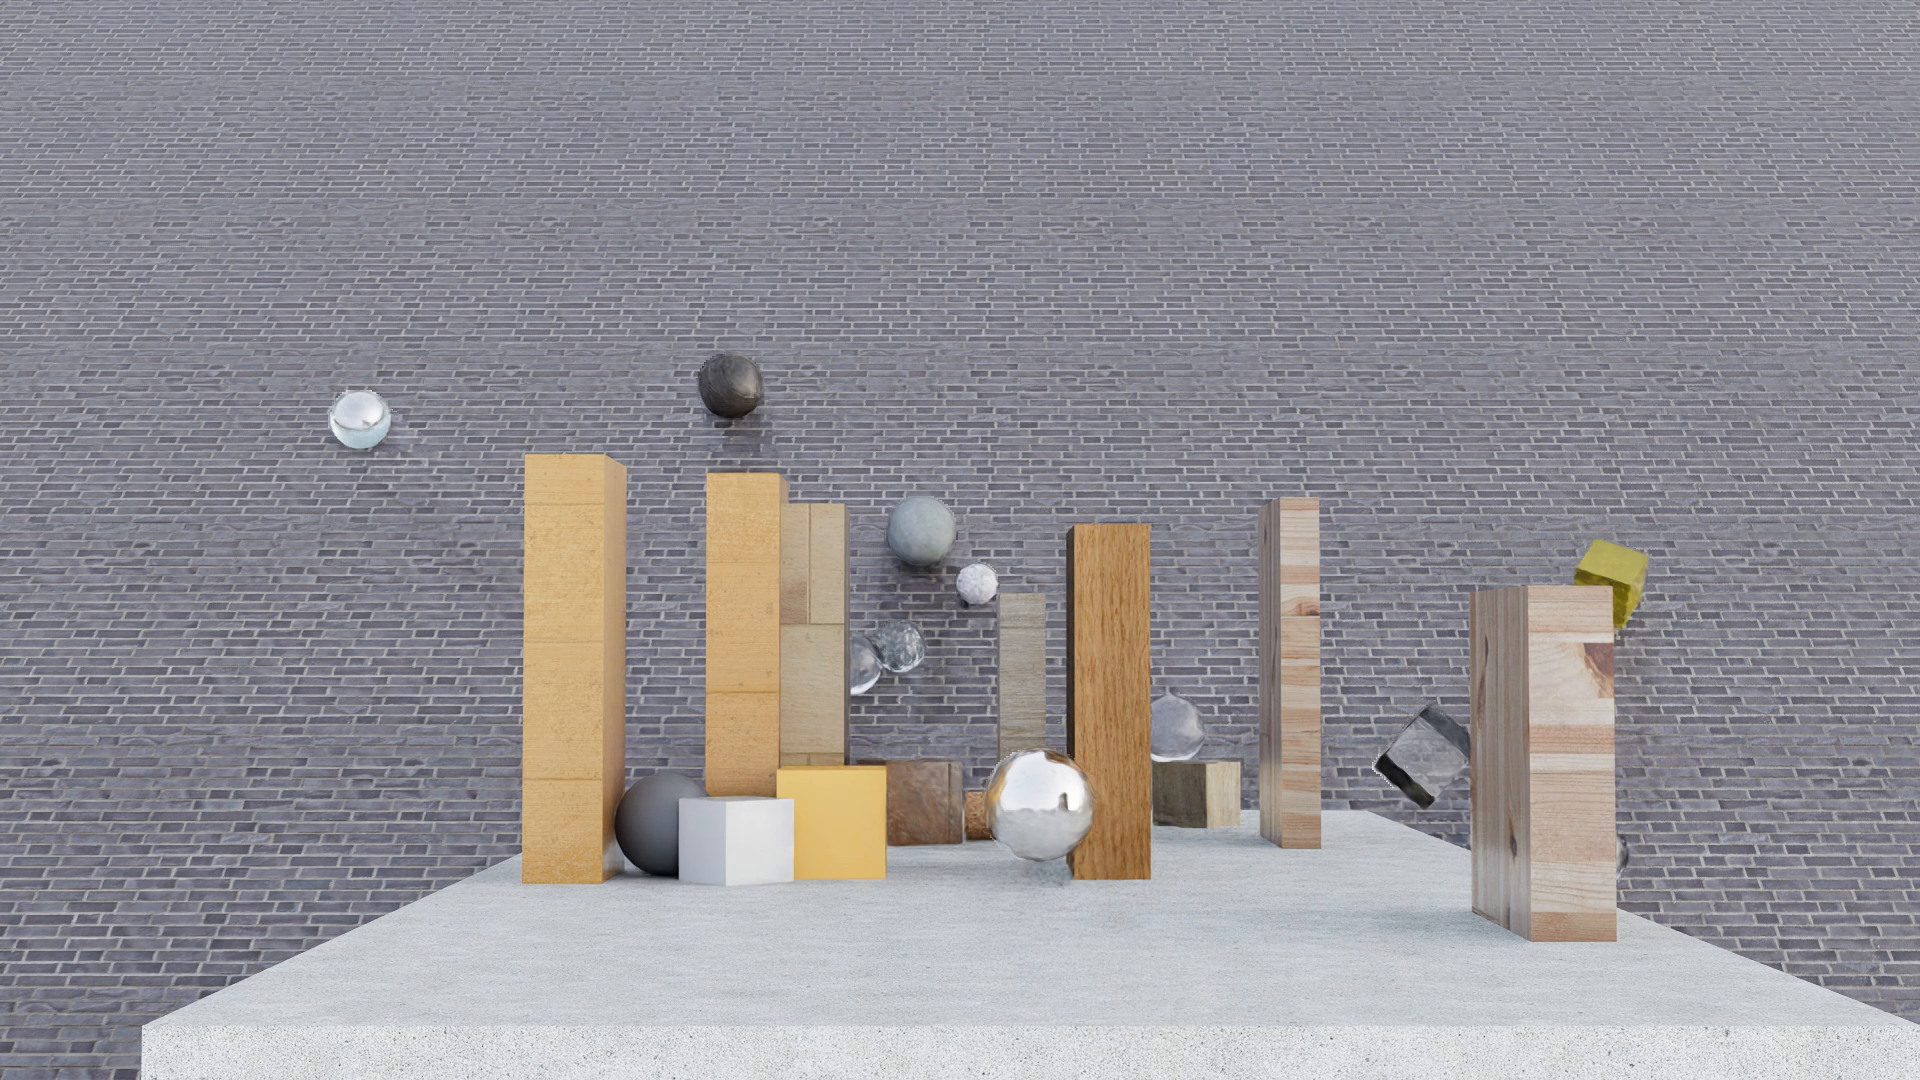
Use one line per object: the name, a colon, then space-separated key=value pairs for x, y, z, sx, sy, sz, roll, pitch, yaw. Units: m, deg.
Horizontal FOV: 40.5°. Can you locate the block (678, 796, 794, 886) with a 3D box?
block: x=-0.412 y=0.552 z=4.786 sx=0.151 sy=0.151 sz=0.151 roll=2 pitch=-3 yaw=-40

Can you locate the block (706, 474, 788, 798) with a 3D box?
block: x=-0.417 y=0.259 z=5.115 sx=0.139 sy=0.764 sz=0.276 roll=0 pitch=-2 yaw=0

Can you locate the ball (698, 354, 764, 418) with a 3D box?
ball: x=-0.749 y=-0.502 z=8.505 sx=0.209 sy=0.209 sz=0.209 roll=0 pitch=37 yaw=0

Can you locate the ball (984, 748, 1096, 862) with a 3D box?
ball: x=0.146 y=0.483 z=4.736 sx=0.204 sy=0.204 sz=0.204 roll=0 pitch=37 yaw=0

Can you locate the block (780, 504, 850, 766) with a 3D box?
block: x=-0.288 y=0.289 z=5.162 sx=0.128 sy=0.709 sz=0.259 roll=0 pitch=-2 yaw=0

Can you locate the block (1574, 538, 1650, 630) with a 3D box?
block: x=1.921 y=0.130 z=7.698 sx=0.165 sy=0.165 sz=0.165 roll=20 pitch=41 yaw=24

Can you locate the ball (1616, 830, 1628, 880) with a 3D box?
ball: x=1.651 y=0.819 z=6.772 sx=0.172 sy=0.172 sz=0.172 roll=0 pitch=37 yaw=0

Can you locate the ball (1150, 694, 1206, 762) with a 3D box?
ball: x=0.578 y=0.521 z=7.150 sx=0.195 sy=0.195 sz=0.195 roll=0 pitch=37 yaw=0

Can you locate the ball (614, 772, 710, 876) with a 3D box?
ball: x=-0.552 y=0.535 z=4.894 sx=0.194 sy=0.194 sz=0.194 roll=0 pitch=37 yaw=0

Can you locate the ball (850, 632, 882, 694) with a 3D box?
ball: x=-0.310 y=0.351 z=7.392 sx=0.178 sy=0.178 sz=0.178 roll=0 pitch=37 yaw=0

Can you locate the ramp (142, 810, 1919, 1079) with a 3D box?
ramp: x=0.081 y=0.683 z=4.918 sx=2.000 sy=0.100 sz=4.000 roll=0 pitch=-2 yaw=0

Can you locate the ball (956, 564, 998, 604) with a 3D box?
ball: x=0.050 y=0.131 z=7.732 sx=0.122 sy=0.122 sz=0.122 roll=0 pitch=37 yaw=0

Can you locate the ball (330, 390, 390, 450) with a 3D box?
ball: x=-1.929 y=-0.385 z=8.367 sx=0.188 sy=0.188 sz=0.188 roll=0 pitch=37 yaw=0

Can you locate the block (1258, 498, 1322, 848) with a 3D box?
block: x=0.731 y=0.293 z=5.788 sx=0.084 sy=0.754 sz=0.415 roll=0 pitch=-2 yaw=0

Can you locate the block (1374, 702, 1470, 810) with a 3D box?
block: x=1.234 y=0.569 z=6.857 sx=0.176 sy=0.176 sz=0.176 roll=42 pitch=25 yaw=12

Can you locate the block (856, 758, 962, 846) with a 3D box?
block: x=-0.113 y=0.579 z=5.768 sx=0.180 sy=0.180 sz=0.180 roll=1 pitch=-3 yaw=-23

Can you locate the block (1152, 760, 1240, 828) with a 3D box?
block: x=0.575 y=0.617 z=6.328 sx=0.154 sy=0.154 sz=0.154 roll=-2 pitch=-3 yaw=37

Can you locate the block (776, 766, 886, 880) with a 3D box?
block: x=-0.241 y=0.532 z=4.921 sx=0.201 sy=0.201 sz=0.201 roll=0 pitch=-2 yaw=-1

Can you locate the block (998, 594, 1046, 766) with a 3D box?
block: x=0.143 y=0.408 z=6.127 sx=0.104 sy=0.554 sz=0.443 roll=0 pitch=-2 yaw=0

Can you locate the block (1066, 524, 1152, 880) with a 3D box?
block: x=0.283 y=0.308 z=5.015 sx=0.140 sy=0.658 sz=0.382 roll=0 pitch=-2 yaw=0

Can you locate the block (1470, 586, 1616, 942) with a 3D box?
block: x=0.891 y=0.334 z=4.004 sx=0.124 sy=0.517 sz=0.440 roll=0 pitch=-2 yaw=0

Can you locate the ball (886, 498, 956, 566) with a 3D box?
ball: x=-0.117 y=-0.025 z=7.869 sx=0.209 sy=0.209 sz=0.209 roll=0 pitch=37 yaw=0

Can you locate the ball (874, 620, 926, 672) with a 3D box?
ball: x=-0.173 y=0.306 z=7.477 sx=0.147 sy=0.147 sz=0.147 roll=0 pitch=37 yaw=0

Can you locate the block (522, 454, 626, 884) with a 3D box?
block: x=-0.722 y=0.241 z=4.895 sx=0.145 sy=0.781 sz=0.319 roll=0 pitch=-2 yaw=0
